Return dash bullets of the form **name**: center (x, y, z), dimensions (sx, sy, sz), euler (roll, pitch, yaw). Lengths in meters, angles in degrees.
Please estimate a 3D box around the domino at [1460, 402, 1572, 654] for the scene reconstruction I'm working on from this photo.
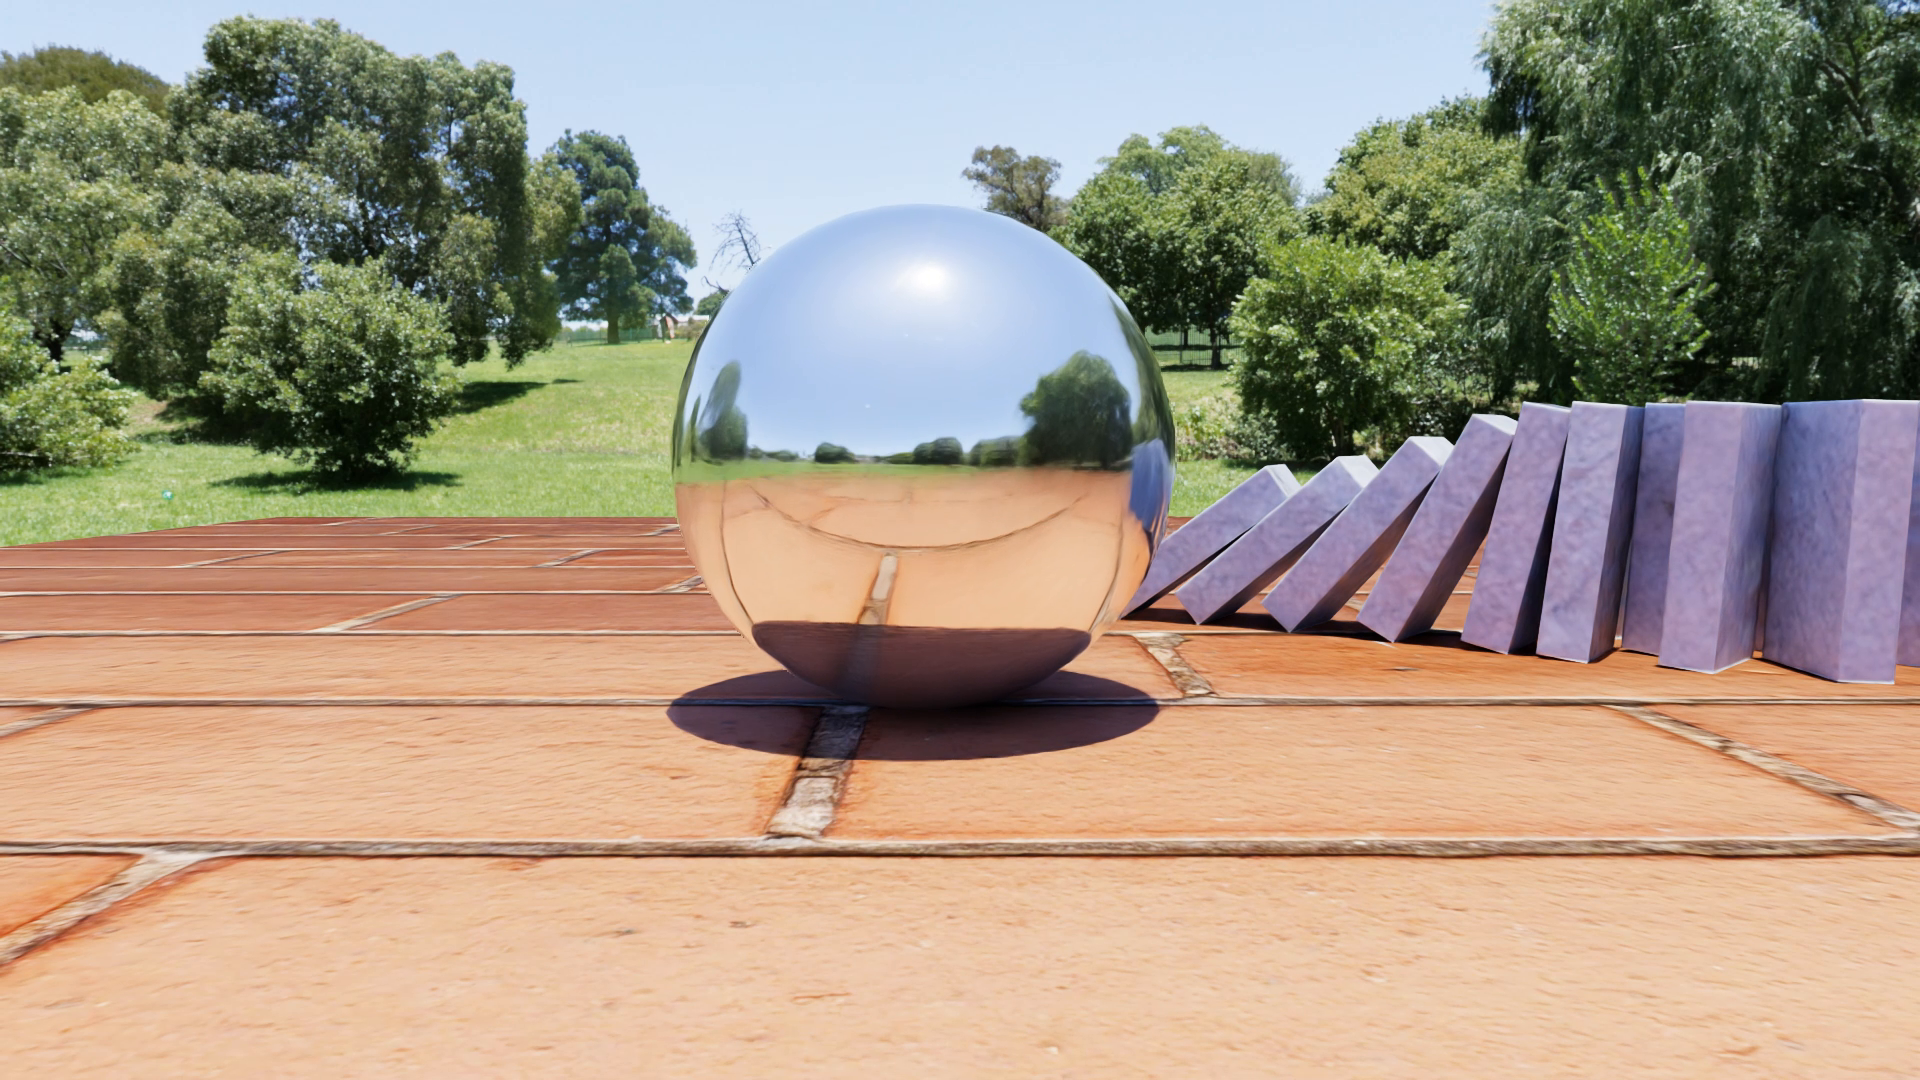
- **domino**: center (0.119, -0.003, 0.267), dimensions (0.010, 0.050, 0.025), euler (18, 14, 35)

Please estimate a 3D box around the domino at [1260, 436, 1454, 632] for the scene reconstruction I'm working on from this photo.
- **domino**: center (0.092, -0.001, 0.290), dimensions (0.010, 0.050, 0.025), euler (48, 29, 23)

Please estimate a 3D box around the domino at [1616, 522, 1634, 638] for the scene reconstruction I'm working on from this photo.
- **domino**: center (0.140, -0.004, 0.283), dimensions (0.025, 0.050, 0.010), euler (-1, 4, -7)

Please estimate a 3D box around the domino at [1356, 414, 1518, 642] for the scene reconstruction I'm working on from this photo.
- **domino**: center (0.106, -0.003, 0.278), dimensions (0.010, 0.050, 0.025), euler (36, 24, 30)

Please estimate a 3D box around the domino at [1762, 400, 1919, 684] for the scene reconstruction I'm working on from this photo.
- **domino**: center (0.163, -0.001, 0.238), dimensions (0.010, 0.050, 0.025), euler (2, 5, 4)

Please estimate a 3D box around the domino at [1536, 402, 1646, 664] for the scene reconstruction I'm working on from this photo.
- **domino**: center (0.127, -0.002, 0.258), dimensions (0.010, 0.050, 0.025), euler (11, 10, 36)

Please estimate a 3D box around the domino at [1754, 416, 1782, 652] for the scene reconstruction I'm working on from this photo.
- **domino**: center (0.171, -0.002, 0.258), dimensions (0.010, 0.050, 0.025), euler (-1, 4, -20)

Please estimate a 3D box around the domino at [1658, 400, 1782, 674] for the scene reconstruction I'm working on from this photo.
- **domino**: center (0.146, -0.001, 0.246), dimensions (0.025, 0.050, 0.010), euler (-4, 9, -44)

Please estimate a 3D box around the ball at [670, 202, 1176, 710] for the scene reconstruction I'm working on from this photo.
- **ball**: center (-0.006, -0.013, 0.206), dimensions (0.080, 0.080, 0.080), euler (0, 4, 0)

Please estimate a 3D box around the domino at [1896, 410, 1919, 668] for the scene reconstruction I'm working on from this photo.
- **domino**: center (0.188, -0.001, 0.244), dimensions (0.009, 0.050, 0.025), euler (-2, 5, -26)

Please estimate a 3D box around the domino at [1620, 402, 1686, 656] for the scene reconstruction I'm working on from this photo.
- **domino**: center (0.149, -0.003, 0.263), dimensions (0.025, 0.050, 0.010), euler (-2, 8, -33)

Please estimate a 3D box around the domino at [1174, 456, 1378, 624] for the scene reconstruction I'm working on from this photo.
- **domino**: center (0.076, 0.000, 0.302), dimensions (0.050, 0.009, 0.025), euler (-44, -18, 26)

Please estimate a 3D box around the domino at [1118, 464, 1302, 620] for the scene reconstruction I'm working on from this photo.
- **domino**: center (0.059, 0.000, 0.313), dimensions (0.050, 0.009, 0.025), euler (-38, -11, 22)
